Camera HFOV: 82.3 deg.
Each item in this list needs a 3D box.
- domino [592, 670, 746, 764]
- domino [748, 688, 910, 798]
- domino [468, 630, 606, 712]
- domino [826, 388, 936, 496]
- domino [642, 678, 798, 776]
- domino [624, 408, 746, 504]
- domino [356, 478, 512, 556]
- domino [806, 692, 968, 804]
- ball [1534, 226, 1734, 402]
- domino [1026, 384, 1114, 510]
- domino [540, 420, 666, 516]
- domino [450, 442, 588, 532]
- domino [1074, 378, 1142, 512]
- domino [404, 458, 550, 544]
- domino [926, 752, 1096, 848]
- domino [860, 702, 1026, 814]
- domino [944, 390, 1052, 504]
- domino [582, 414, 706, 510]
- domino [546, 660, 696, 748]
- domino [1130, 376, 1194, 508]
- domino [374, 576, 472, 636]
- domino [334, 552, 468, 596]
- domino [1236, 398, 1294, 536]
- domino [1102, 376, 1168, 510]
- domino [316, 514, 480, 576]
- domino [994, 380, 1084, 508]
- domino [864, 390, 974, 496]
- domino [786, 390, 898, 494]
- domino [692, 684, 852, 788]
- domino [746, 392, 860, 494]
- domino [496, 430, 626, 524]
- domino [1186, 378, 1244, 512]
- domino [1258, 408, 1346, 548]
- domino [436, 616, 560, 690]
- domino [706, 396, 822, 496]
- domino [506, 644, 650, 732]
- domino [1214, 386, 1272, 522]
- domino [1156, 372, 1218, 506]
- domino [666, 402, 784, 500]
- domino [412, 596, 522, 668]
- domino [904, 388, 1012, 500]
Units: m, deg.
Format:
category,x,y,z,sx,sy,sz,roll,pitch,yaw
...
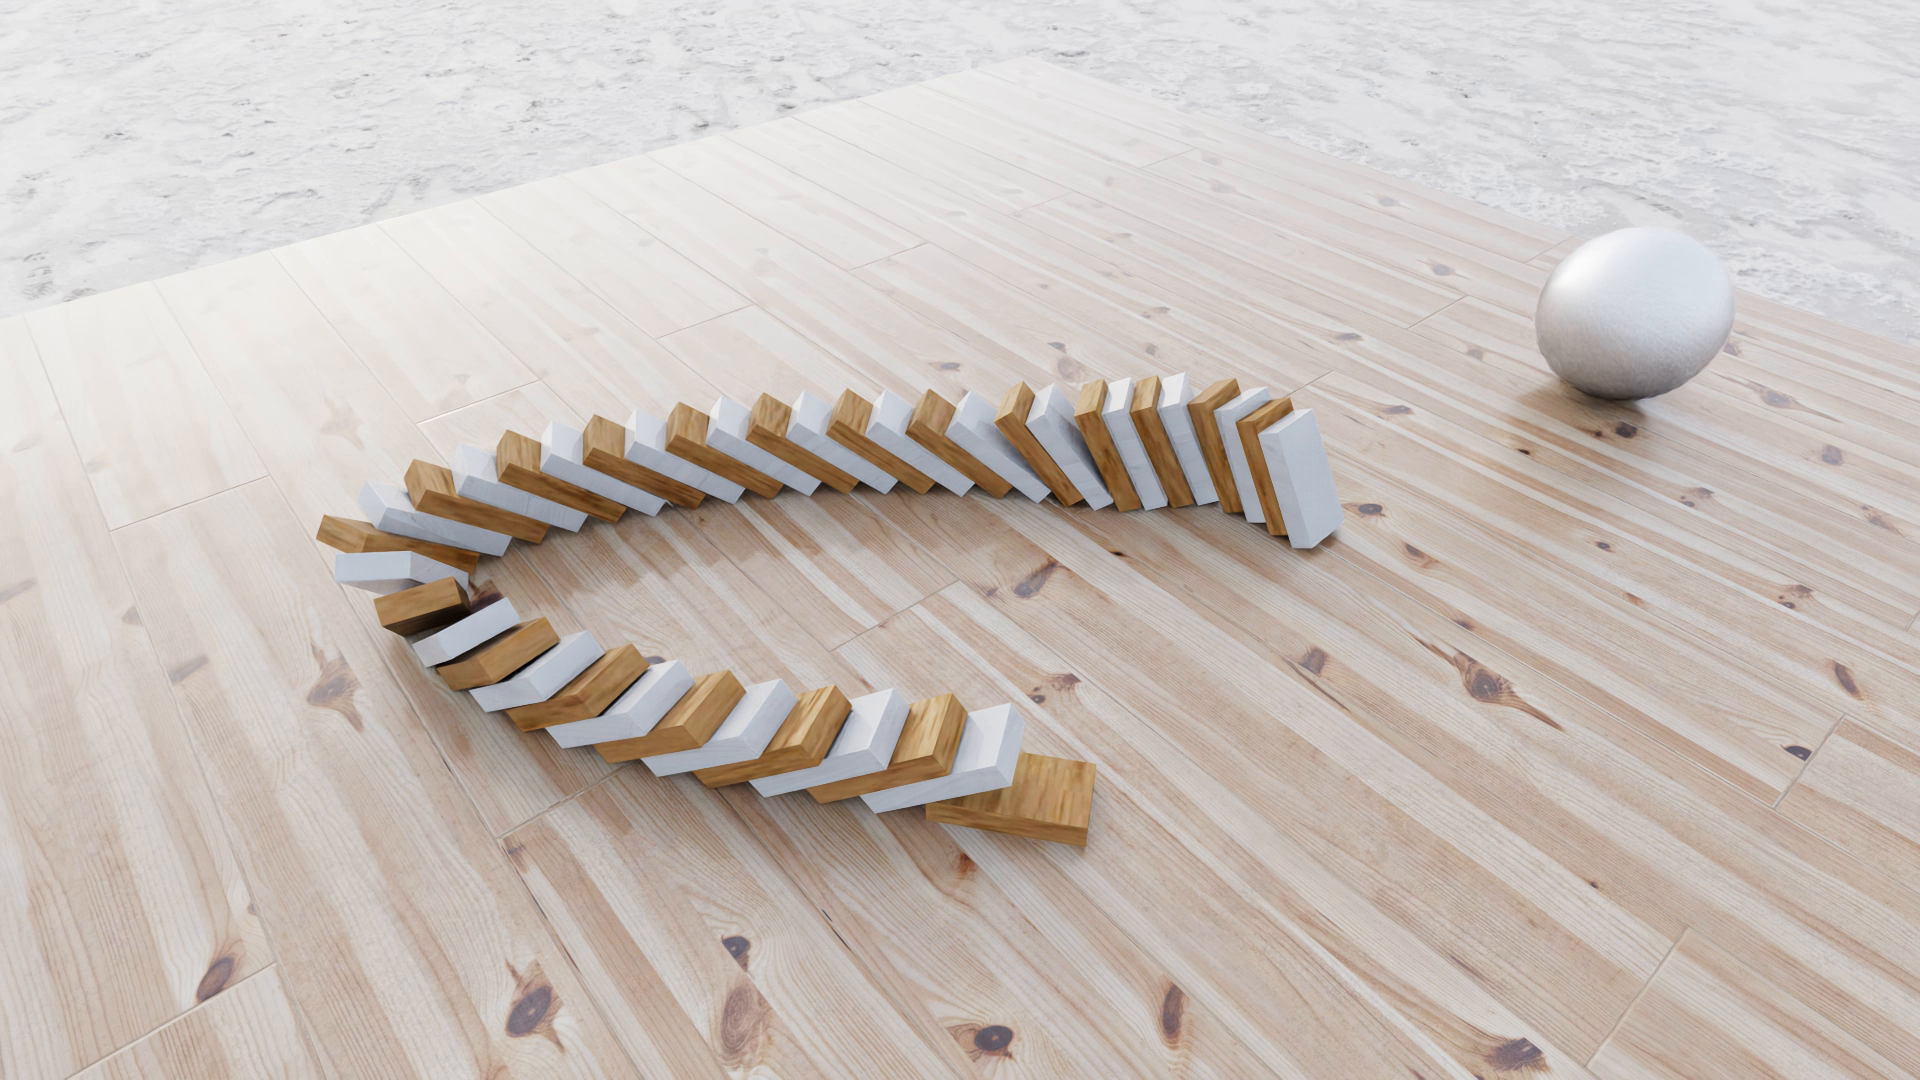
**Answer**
category,x,y,z,sx,sy,sz,roll,pitch,yaw
domino,-0.094,0.057,0.353,0.050,0.009,0.025,-16,26,38
domino,-0.041,0.064,0.345,0.050,0.009,0.025,-19,30,31
domino,-0.142,0.044,0.368,0.050,0.010,0.025,-15,22,45
domino,-0.032,-0.042,0.473,0.050,0.009,0.025,31,36,-19
domino,-0.077,0.060,0.349,0.050,0.009,0.025,-17,27,37
domino,-0.116,-0.035,0.464,0.050,0.009,0.025,25,28,-31
domino,-0.204,-0.008,0.429,0.025,0.009,0.050,35,10,38
domino,-0.023,0.065,0.344,0.050,0.010,0.025,-19,30,29
ball,0.315,-0.105,0.517,0.080,0.080,0.080,0,39,0
domino,0.048,-0.039,0.463,0.010,0.050,0.025,-26,27,33
domino,-0.148,-0.029,0.456,0.050,0.010,0.025,25,26,-34
domino,-0.178,-0.021,0.445,0.050,0.010,0.025,23,20,-41
domino,0.064,-0.039,0.460,0.009,0.050,0.025,-14,33,27
domino,-0.192,-0.015,0.438,0.050,0.010,0.025,21,17,-45
domino,0.016,0.079,0.347,0.050,0.010,0.025,7,40,9
domino,-0.005,0.068,0.341,0.050,0.010,0.025,-18,31,28
domino,0.019,-0.040,0.471,0.050,0.010,0.025,36,40,-13
domino,-0.132,-0.032,0.460,0.050,0.010,0.025,25,27,-32
domino,-0.111,0.054,0.357,0.050,0.010,0.025,-15,25,40
domino,0.086,-0.041,0.462,0.010,0.050,0.025,-14,33,27
domino,-0.188,0.024,0.388,0.025,0.050,0.009,-18,88,-21
domino,-0.201,0.013,0.400,0.025,0.050,0.010,-2,80,-3
domino,0.131,-0.030,0.450,0.025,0.050,0.009,-31,18,-32
domino,0.075,-0.040,0.461,0.009,0.050,0.025,-14,32,27
domino,-0.211,0.002,0.415,0.025,0.010,0.050,18,-1,25
domino,0.036,-0.040,0.465,0.010,0.050,0.025,-27,26,33
domino,-0.016,-0.042,0.473,0.050,0.010,0.025,32,36,-18
domino,-0.049,-0.042,0.473,0.050,0.009,0.025,30,34,-21
domino,-0.060,0.062,0.346,0.050,0.010,0.025,-19,28,34
domino,-0.066,-0.041,0.472,0.050,0.010,0.025,29,33,-23
domino,-0.163,-0.026,0.451,0.050,0.010,0.025,24,24,-37
domino,0.113,-0.040,0.461,0.009,0.050,0.025,-3,26,49
domino,0.138,-0.025,0.443,0.025,0.050,0.010,-31,18,-32
domino,-0.157,0.039,0.374,0.050,0.009,0.025,-13,20,50
domino,-0.083,-0.040,0.470,0.050,0.009,0.025,28,31,-25
domino,-0.126,0.049,0.362,0.050,0.010,0.025,-16,24,42
domino,0.123,-0.035,0.456,0.025,0.050,0.009,-31,18,-32
domino,0.098,-0.042,0.464,0.010,0.050,0.025,-14,32,27
domino,-0.100,-0.038,0.468,0.050,0.010,0.025,26,30,-28
domino,-0.172,0.032,0.381,0.025,0.010,0.050,-33,11,-34
domino,0.002,-0.041,0.472,0.050,0.010,0.025,34,38,-15
